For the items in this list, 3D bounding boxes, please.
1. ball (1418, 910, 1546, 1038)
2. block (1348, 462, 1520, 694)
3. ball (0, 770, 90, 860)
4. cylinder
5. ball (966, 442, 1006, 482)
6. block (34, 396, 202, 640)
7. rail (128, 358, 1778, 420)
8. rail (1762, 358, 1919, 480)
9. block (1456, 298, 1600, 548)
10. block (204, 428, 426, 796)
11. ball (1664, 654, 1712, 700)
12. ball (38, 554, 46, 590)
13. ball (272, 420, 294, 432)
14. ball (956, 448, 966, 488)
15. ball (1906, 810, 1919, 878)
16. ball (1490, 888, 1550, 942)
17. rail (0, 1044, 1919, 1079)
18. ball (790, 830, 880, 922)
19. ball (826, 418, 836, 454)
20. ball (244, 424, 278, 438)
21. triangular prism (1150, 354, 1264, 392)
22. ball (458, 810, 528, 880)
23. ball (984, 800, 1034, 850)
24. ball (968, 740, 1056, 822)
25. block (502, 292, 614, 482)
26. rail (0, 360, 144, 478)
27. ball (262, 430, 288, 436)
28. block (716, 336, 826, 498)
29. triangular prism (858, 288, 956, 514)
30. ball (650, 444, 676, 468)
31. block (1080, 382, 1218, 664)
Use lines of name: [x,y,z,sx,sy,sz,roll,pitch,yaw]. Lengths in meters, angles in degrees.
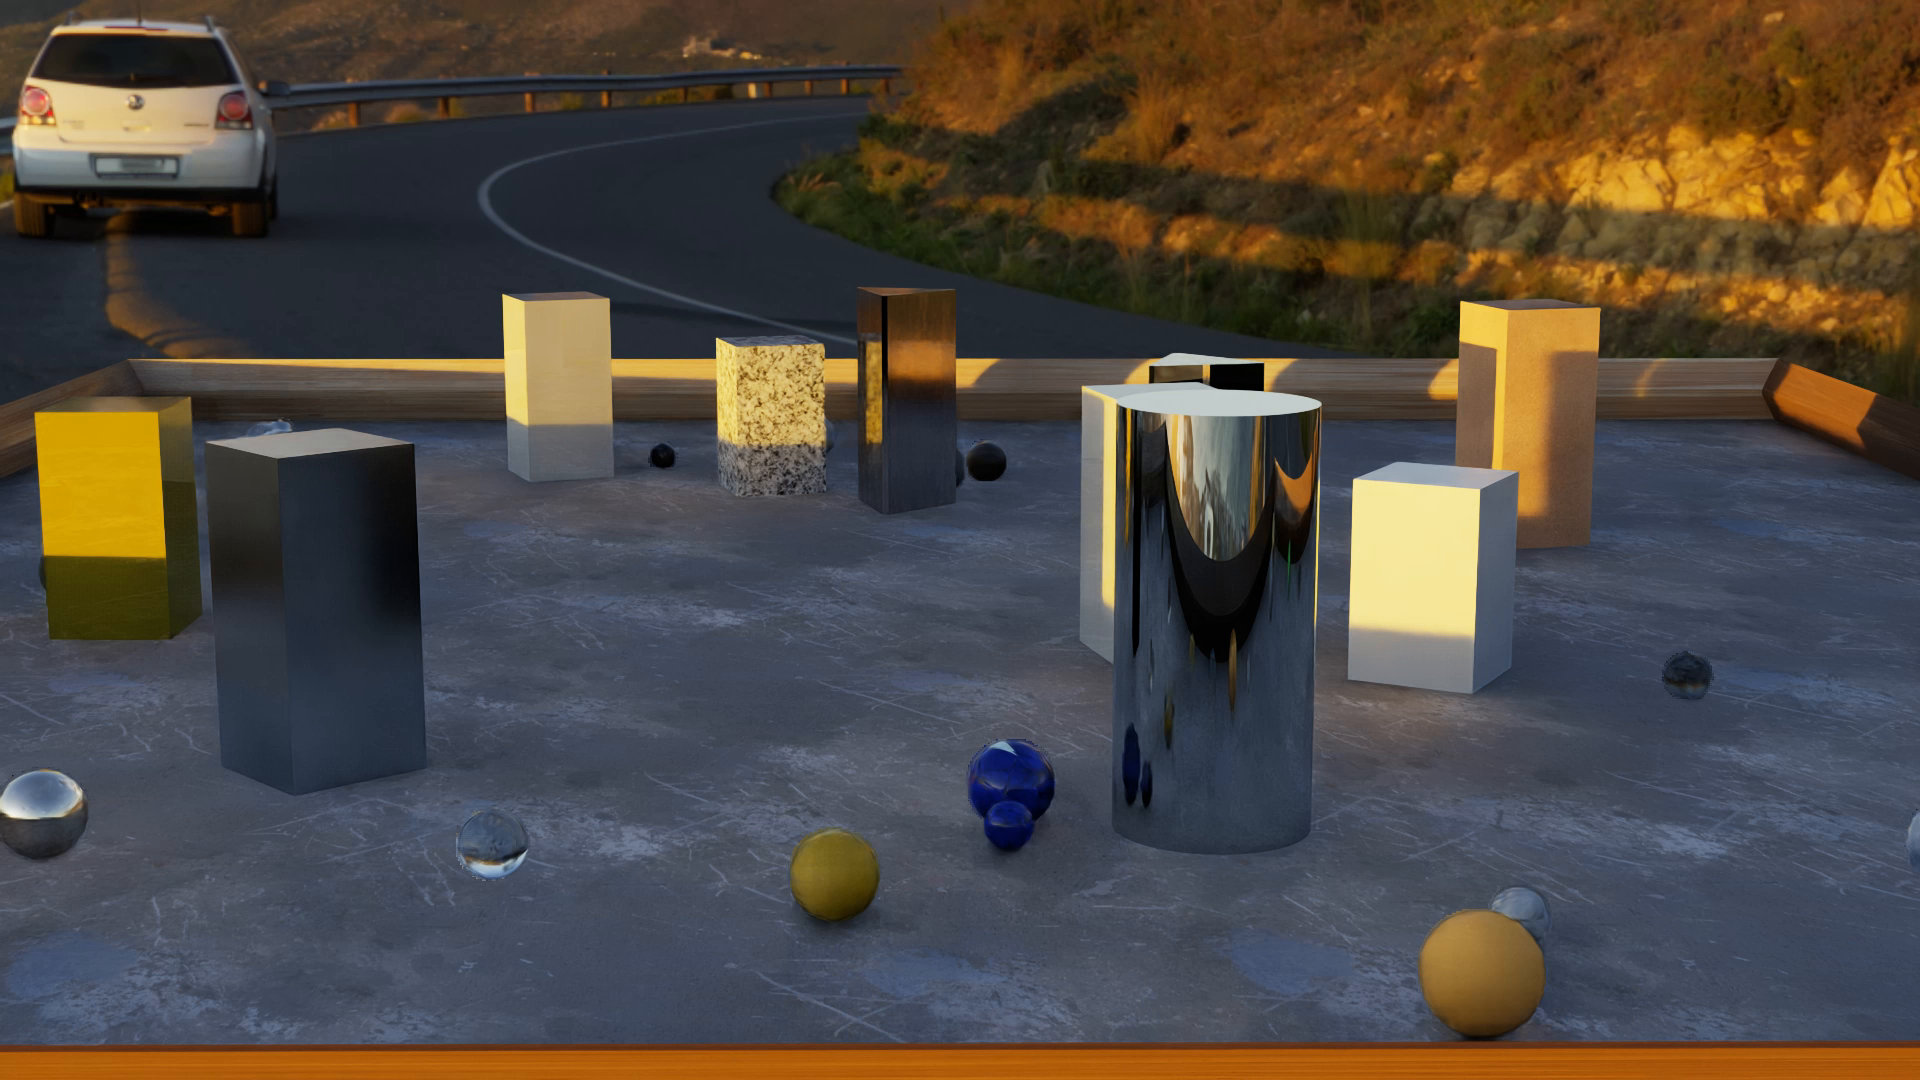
ball: [0.395,0.328,1.942,0.095,0.095,0.095,0,11,0]
block: [0.569,0.042,3.080,0.154,0.243,0.154,6,12,28]
ball: [-0.850,0.254,2.376,0.083,0.083,0.083,0,11,0]
cylinder: [0.243,0.073,2.447,0.192,0.412,0.192,0,11,0]
ball: [0.047,-0.137,4.513,0.071,0.071,0.071,0,11,0]
block: [-1.089,-0.030,3.330,0.154,0.294,0.154,0,11,-1]
rail: [-0.011,-0.307,5.272,3.401,0.125,0.045,0,11,0]
rail: [1.677,0.030,3.459,0.045,0.125,3.755,0,11,0]
block: [0.869,-0.181,3.948,0.154,0.363,0.154,-3,11,-16]
block: [-0.666,0.069,2.657,0.154,0.344,0.154,-10,14,-42]
ball: [0.844,0.158,2.974,0.052,0.052,0.052,0,11,0]
ball: [-1.193,0.040,3.463,0.096,0.096,0.096,0,11,0]
ball: [-1.304,-0.204,4.922,0.052,0.052,0.052,0,11,0]
ball: [-0.035,-0.122,4.382,0.090,0.090,0.090,0,11,0]
ball: [0.885,0.269,2.260,0.096,0.096,0.096,0,11,0]
ball: [0.467,0.315,2.140,0.050,0.050,0.050,0,11,0]
rail: [0.011,0.371,1.627,3.401,0.125,0.045,0,11,0]
ball: [-0.108,0.288,2.205,0.078,0.078,0.078,0,11,0]
ball: [-0.274,-0.193,4.769,0.086,0.086,0.086,0,11,0]
ball: [-1.287,-0.181,4.745,0.071,0.071,0.071,0,11,0]
triangular prism: [0.328,-0.103,3.665,0.166,0.314,0.144,-3,11,-13]
ball: [-0.422,0.275,2.318,0.062,0.062,0.062,0,11,0]
ball: [0.046,0.267,2.405,0.047,0.047,0.047,0,11,0]
ball: [0.050,0.235,2.473,0.085,0.085,0.085,0,11,0]
block: [-0.718,-0.277,4.587,0.154,0.318,0.154,-5,11,-23]
rail: [-1.677,0.034,3.440,0.045,0.125,3.755,0,11,0]
ball: [-1.219,-0.156,4.583,0.082,0.082,0.082,0,11,0]
block: [-0.327,-0.216,4.432,0.154,0.256,0.154,-3,11,-18]
triangular prism: [-0.117,-0.237,4.264,0.144,0.358,0.166,10,14,43]
ball: [-0.541,-0.153,4.665,0.046,0.046,0.046,0,11,0]
block: [0.247,-0.022,3.194,0.154,0.327,0.154,-3,11,-15]
